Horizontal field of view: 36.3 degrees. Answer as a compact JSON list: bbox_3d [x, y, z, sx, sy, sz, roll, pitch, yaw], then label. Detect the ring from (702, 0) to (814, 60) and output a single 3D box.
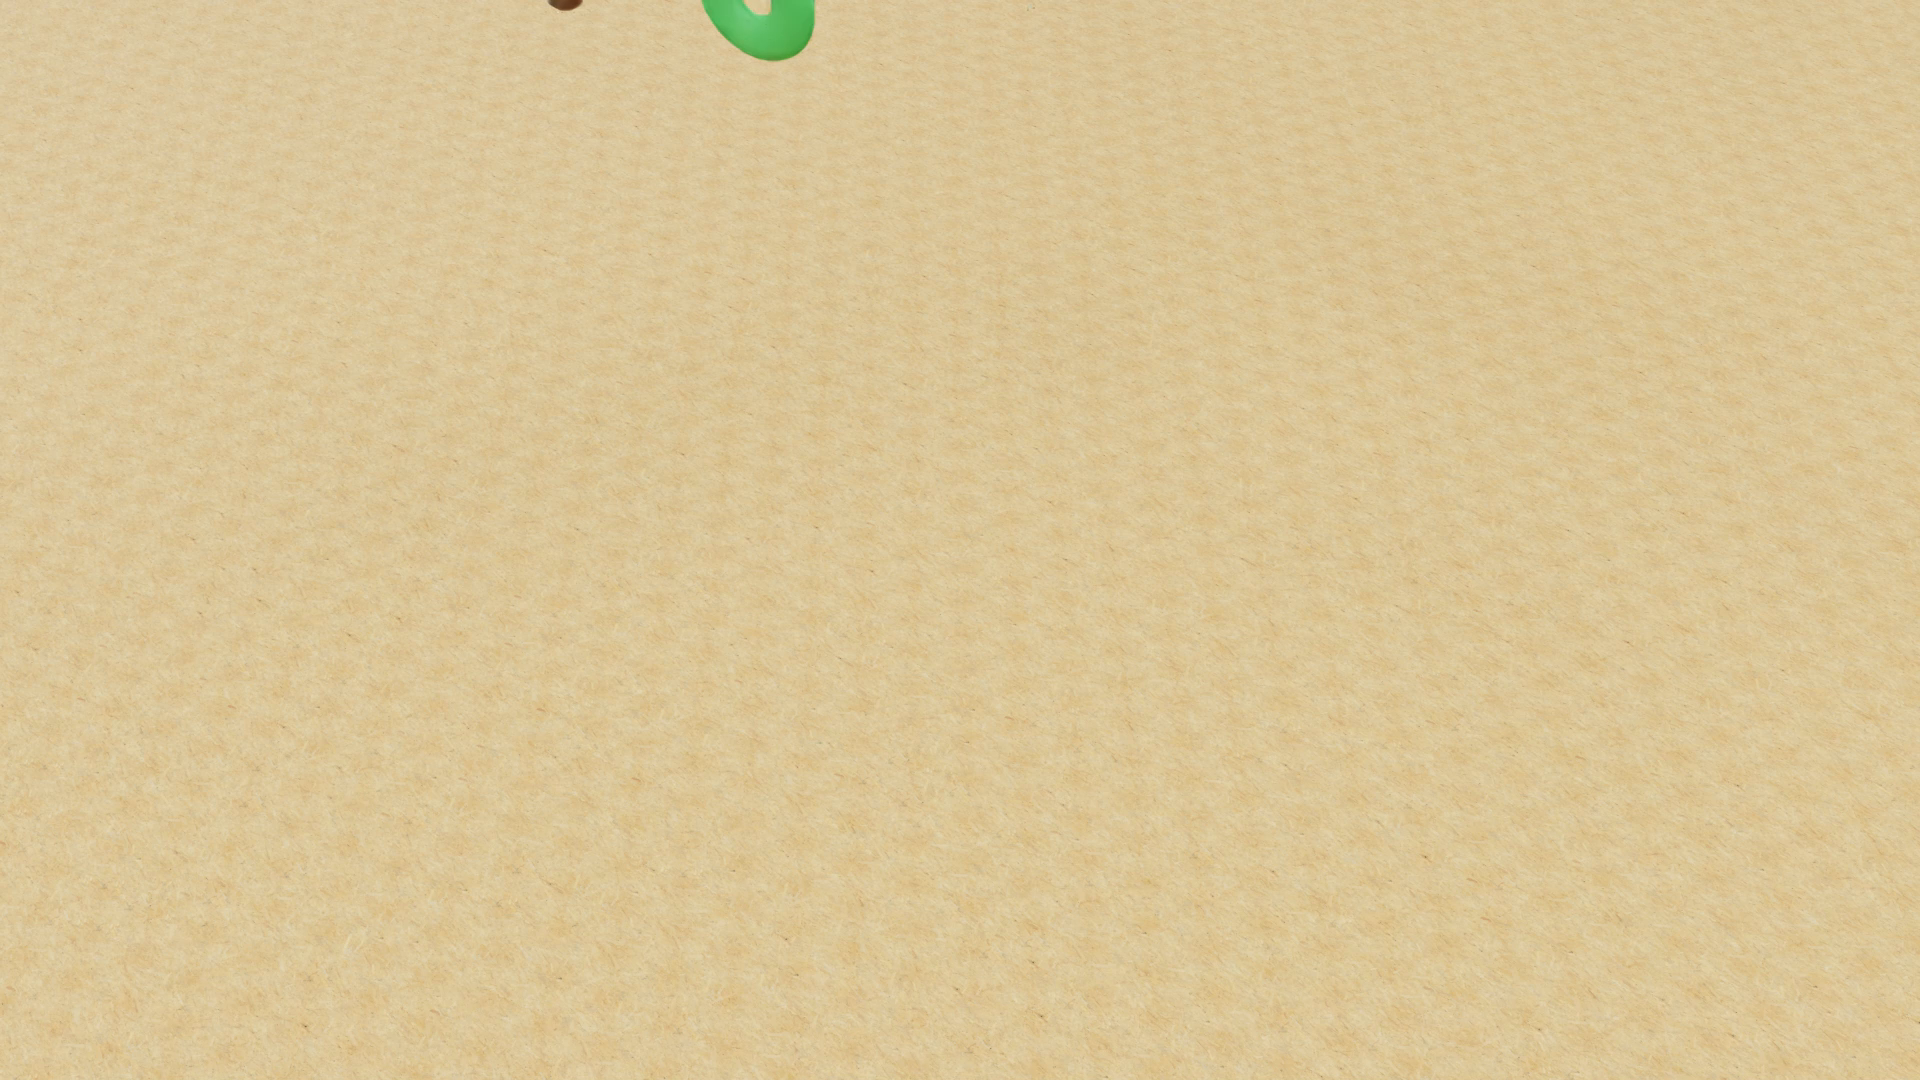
[{"bbox_3d":[-0.566,-1.505,8.072,0.446,0.384,0.072,25,42,33],"label":"ring"}]
